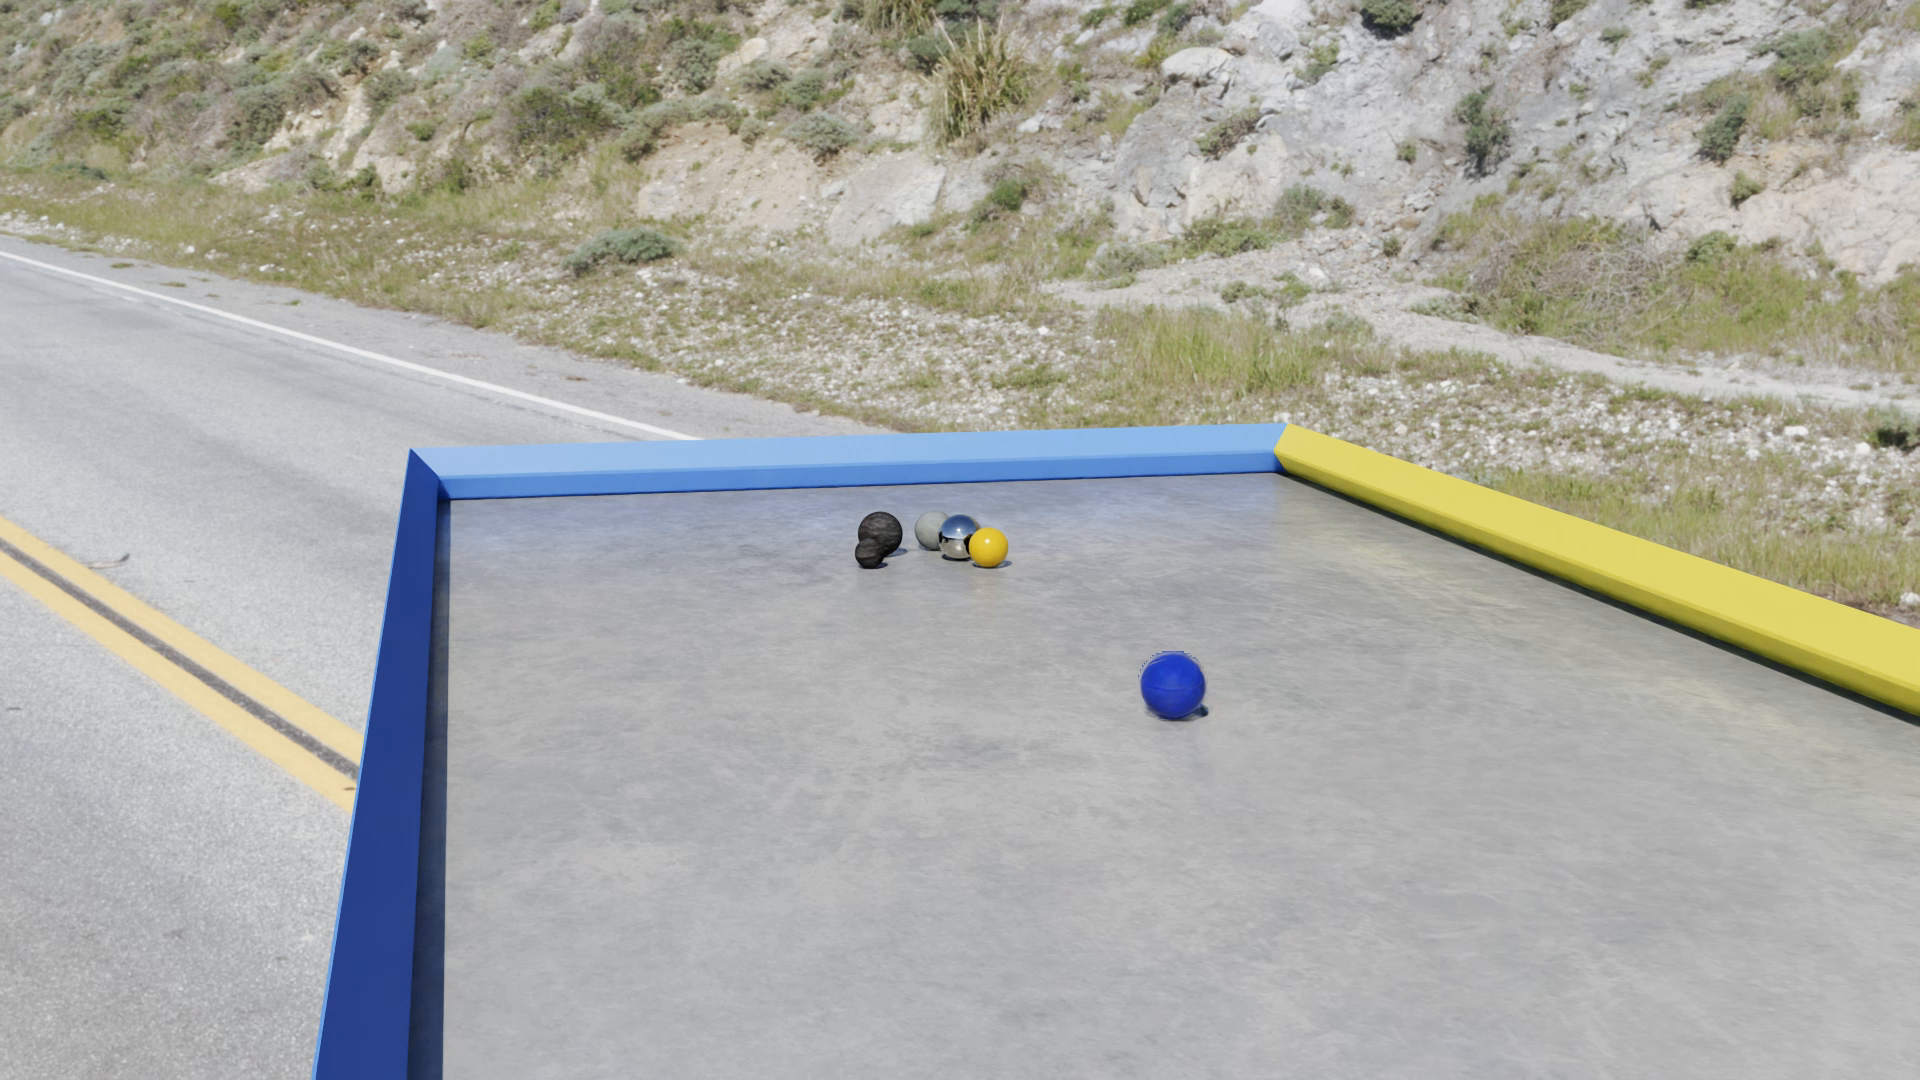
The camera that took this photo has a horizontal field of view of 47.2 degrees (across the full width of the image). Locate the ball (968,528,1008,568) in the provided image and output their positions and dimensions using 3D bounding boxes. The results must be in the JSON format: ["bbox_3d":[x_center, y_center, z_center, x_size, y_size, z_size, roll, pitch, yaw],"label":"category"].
[{"bbox_3d":[0.040,0.010,3.082,0.057,0.057,0.057,0,10,0],"label":"ball"}]

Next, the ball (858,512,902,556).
[{"bbox_3d":[-0.115,-0.009,3.166,0.065,0.065,0.065,0,10,0],"label":"ball"}]

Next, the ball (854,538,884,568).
[{"bbox_3d":[-0.126,0.019,3.077,0.042,0.042,0.042,0,10,0],"label":"ball"}]

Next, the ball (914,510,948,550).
[{"bbox_3d":[-0.037,-0.014,3.217,0.058,0.058,0.058,0,10,0],"label":"ball"}]

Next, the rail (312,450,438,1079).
[{"bbox_3d":[-0.574,0.136,2.278,0.045,0.088,2.888,-2,10,-13],"label":"rail"}]

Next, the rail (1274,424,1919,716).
[{"bbox_3d":[0.892,0.078,2.604,0.045,0.088,2.888,-2,10,-13],"label":"rail"}]

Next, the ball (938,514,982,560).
[{"bbox_3d":[0.001,-0.004,3.136,0.066,0.066,0.066,0,10,0],"label":"ball"}]

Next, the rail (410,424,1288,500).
[{"bbox_3d":[-0.154,-0.135,3.805,1.550,0.088,0.045,-2,10,-13],"label":"rail"}]

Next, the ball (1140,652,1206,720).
[{"bbox_3d":[0.219,0.150,2.261,0.068,0.068,0.068,0,10,0],"label":"ball"}]
